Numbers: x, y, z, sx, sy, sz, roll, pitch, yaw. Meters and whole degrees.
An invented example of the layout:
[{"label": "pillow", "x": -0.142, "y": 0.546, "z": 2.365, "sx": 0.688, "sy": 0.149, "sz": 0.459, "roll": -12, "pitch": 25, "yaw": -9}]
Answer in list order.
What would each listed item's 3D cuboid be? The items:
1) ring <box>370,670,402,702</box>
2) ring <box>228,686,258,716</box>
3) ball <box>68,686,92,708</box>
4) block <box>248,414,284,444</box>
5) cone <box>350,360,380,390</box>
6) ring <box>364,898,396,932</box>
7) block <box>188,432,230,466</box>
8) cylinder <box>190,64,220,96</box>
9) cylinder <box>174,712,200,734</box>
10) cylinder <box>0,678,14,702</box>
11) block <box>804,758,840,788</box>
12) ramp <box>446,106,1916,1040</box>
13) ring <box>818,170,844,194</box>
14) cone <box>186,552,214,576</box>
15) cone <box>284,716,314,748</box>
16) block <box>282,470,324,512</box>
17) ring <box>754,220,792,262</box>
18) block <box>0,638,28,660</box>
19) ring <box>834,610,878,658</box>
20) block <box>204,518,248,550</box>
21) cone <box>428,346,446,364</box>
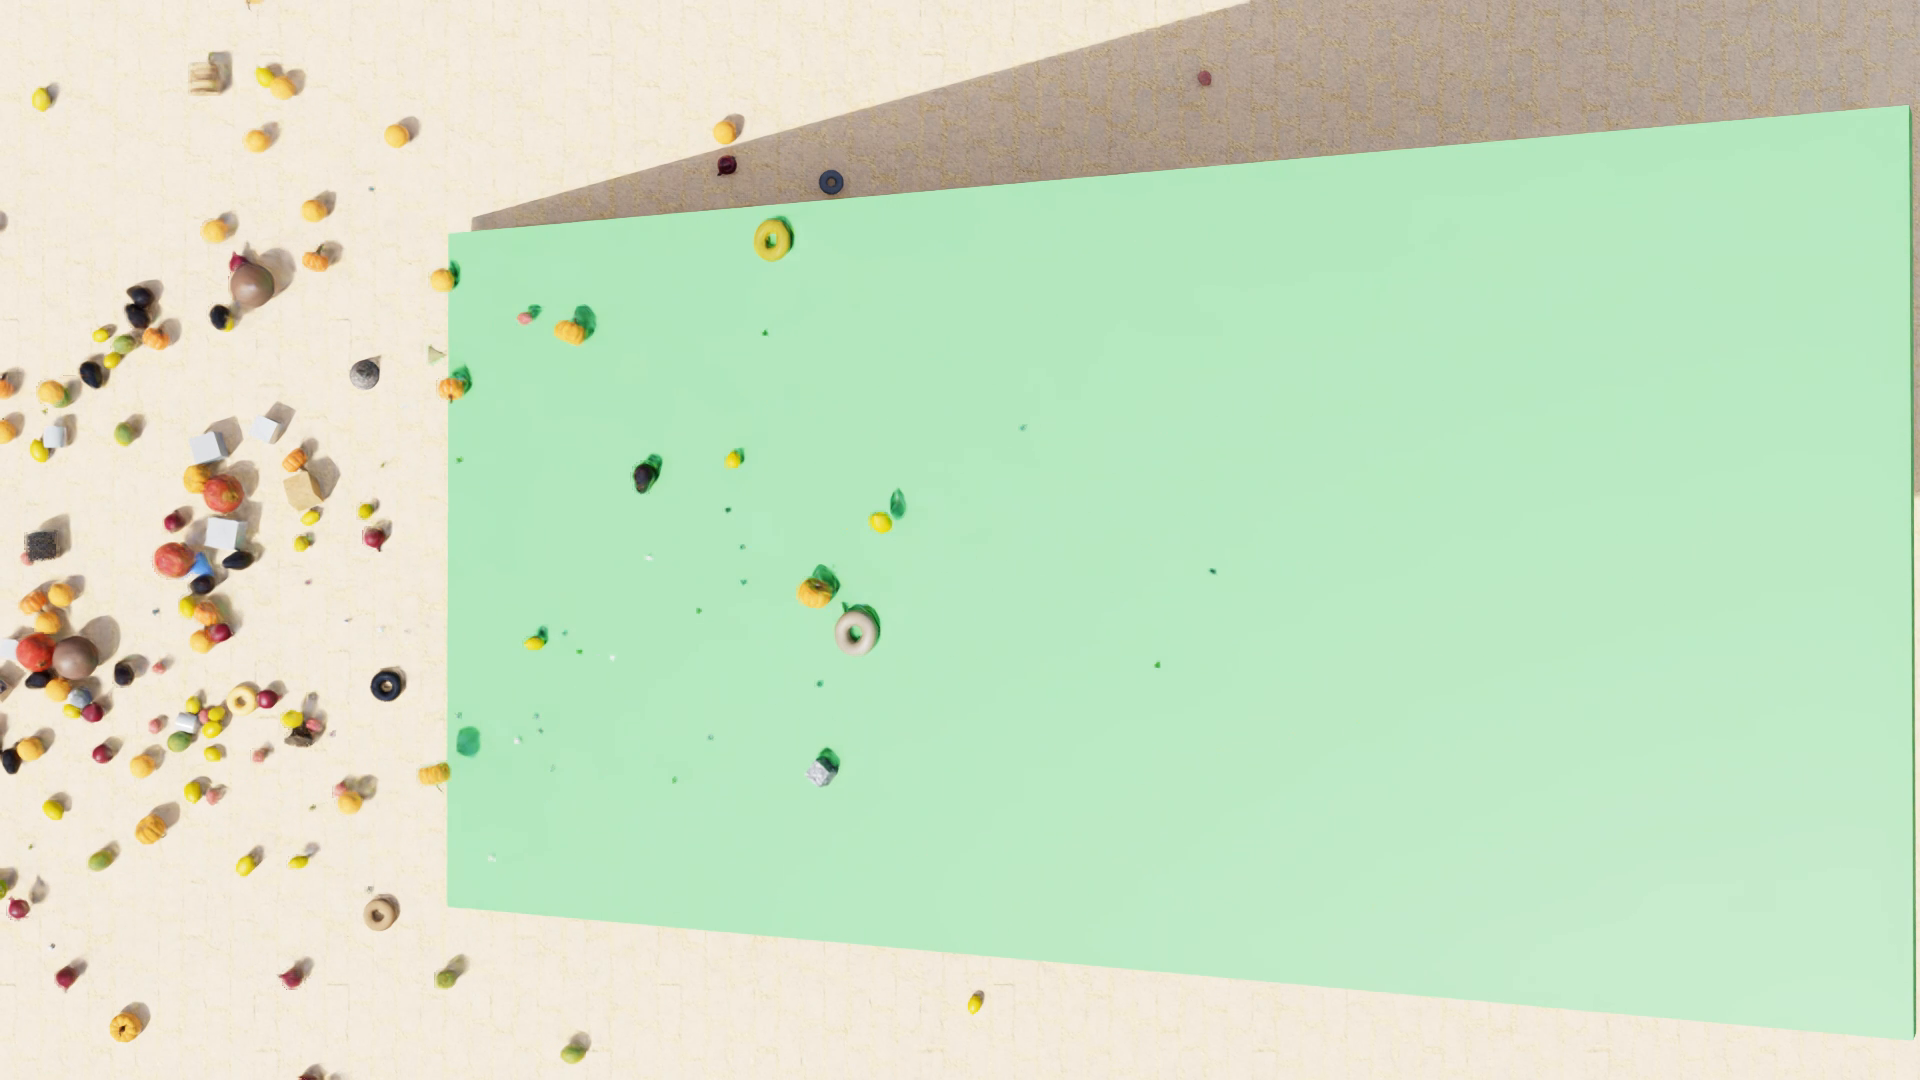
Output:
[{"label": "ring", "x": -1.722, "y": 0.439, "z": 6.602, "sx": 0.098, "sy": 0.033, "sz": 0.098, "roll": 0, "pitch": 91, "yaw": 0}, {"label": "ring", "x": -2.155, "y": 0.483, "z": 6.602, "sx": 0.092, "sy": 0.031, "sz": 0.092, "roll": 0, "pitch": 90, "yaw": -1}, {"label": "ball", "x": -2.633, "y": 0.470, "z": 6.584, "sx": 0.067, "sy": 0.067, "sz": 0.067, "roll": 0, "pitch": 89, "yaw": 0}, {"label": "block", "x": -2.080, "y": -0.331, "z": 6.593, "sx": 0.066, "sy": 0.066, "sz": 0.066, "roll": 25, "pitch": 89, "yaw": 0}, {"label": "cone", "x": -1.794, "y": -0.498, "z": 6.582, "sx": 0.092, "sy": 0.092, "sz": 0.092, "roll": 0, "pitch": 89, "yaw": 0}, {"label": "ring", "x": -1.741, "y": 1.124, "z": 6.594, "sx": 0.098, "sy": 0.033, "sz": 0.098, "roll": 0, "pitch": 90, "yaw": 1}, {"label": "block", "x": -2.249, "y": -0.275, "z": 6.586, "sx": 0.077, "sy": 0.077, "sz": 0.077, "roll": -18, "pitch": 89, "yaw": 0}, {"label": "cylinder", "x": -2.265, "y": -1.379, "z": 6.595, "sx": 0.083, "sy": 0.083, "sz": 0.083, "roll": -1, "pitch": 89, "yaw": 0}, {"label": "cylinder", "x": -2.314, "y": 0.548, "z": 6.589, "sx": 0.055, "sy": 0.055, "sz": 0.055, "roll": 14, "pitch": 89, "yaw": 0}, {"label": "cylinder", "x": -2.889, "y": 0.444, "z": 6.581, "sx": 0.073, "sy": 0.073, "sz": 0.073, "roll": 40, "pitch": 90, "yaw": -3}, {"label": "block", "x": -0.371, "y": 0.625, "z": 5.902, "sx": 0.054, "sy": 0.054, "sz": 0.054, "roll": 42, "pitch": 107, "yaw": 21}, {"label": "ramp", "x": 0.278, "y": 0.079, "z": 5.660, "sx": 4.000, "sy": 0.100, "sz": 2.000, "roll": 0, "pitch": 89, "yaw": 27}, {"label": "ring", "x": -0.387, "y": -1.077, "z": 6.622, "sx": 0.075, "sy": 0.025, "sz": 0.075, "roll": 0, "pitch": 91, "yaw": 0}, {"label": "cone", "x": -2.268, "y": 0.087, "z": 6.604, "sx": 0.077, "sy": 0.077, "sz": 0.077, "roll": -41, "pitch": 123, "yaw": 0}, {"label": "cone", "x": -1.977, "y": 0.565, "z": 6.597, "sx": 0.088, "sy": 0.088, "sz": 0.088, "roll": -1, "pitch": 63, "yaw": 0}, {"label": "block", "x": -1.964, "y": -0.146, "z": 6.575, "sx": 0.079, "sy": 0.079, "sz": 0.079, "roll": -21, "pitch": 73, "yaw": 0}, {"label": "ring", "x": -0.512, "y": -0.817, "z": 6.000, "sx": 0.117, "sy": 0.039, "sz": 0.117, "roll": 0, "pitch": 89, "yaw": 29}, {"label": "block", "x": -2.841, "y": 0.326, "z": 6.590, "sx": 0.057, "sy": 0.057, "sz": 0.057, "roll": 10, "pitch": 89, "yaw": 0}, {"label": "ring", "x": -0.277, "y": 0.249, "z": 5.865, "sx": 0.129, "sy": 0.043, "sz": 0.129, "roll": 0, "pitch": 90, "yaw": 29}, {"label": "block", "x": -2.195, "y": -0.019, "z": 6.579, "sx": 0.086, "sy": 0.086, "sz": 0.086, "roll": 9, "pitch": 89, "yaw": 0}, {"label": "cone", "x": -1.551, "y": -0.550, "z": 6.542, "sx": 0.052, "sy": 0.052, "sz": 0.052, "roll": 1, "pitch": 89, "yaw": 3}]
